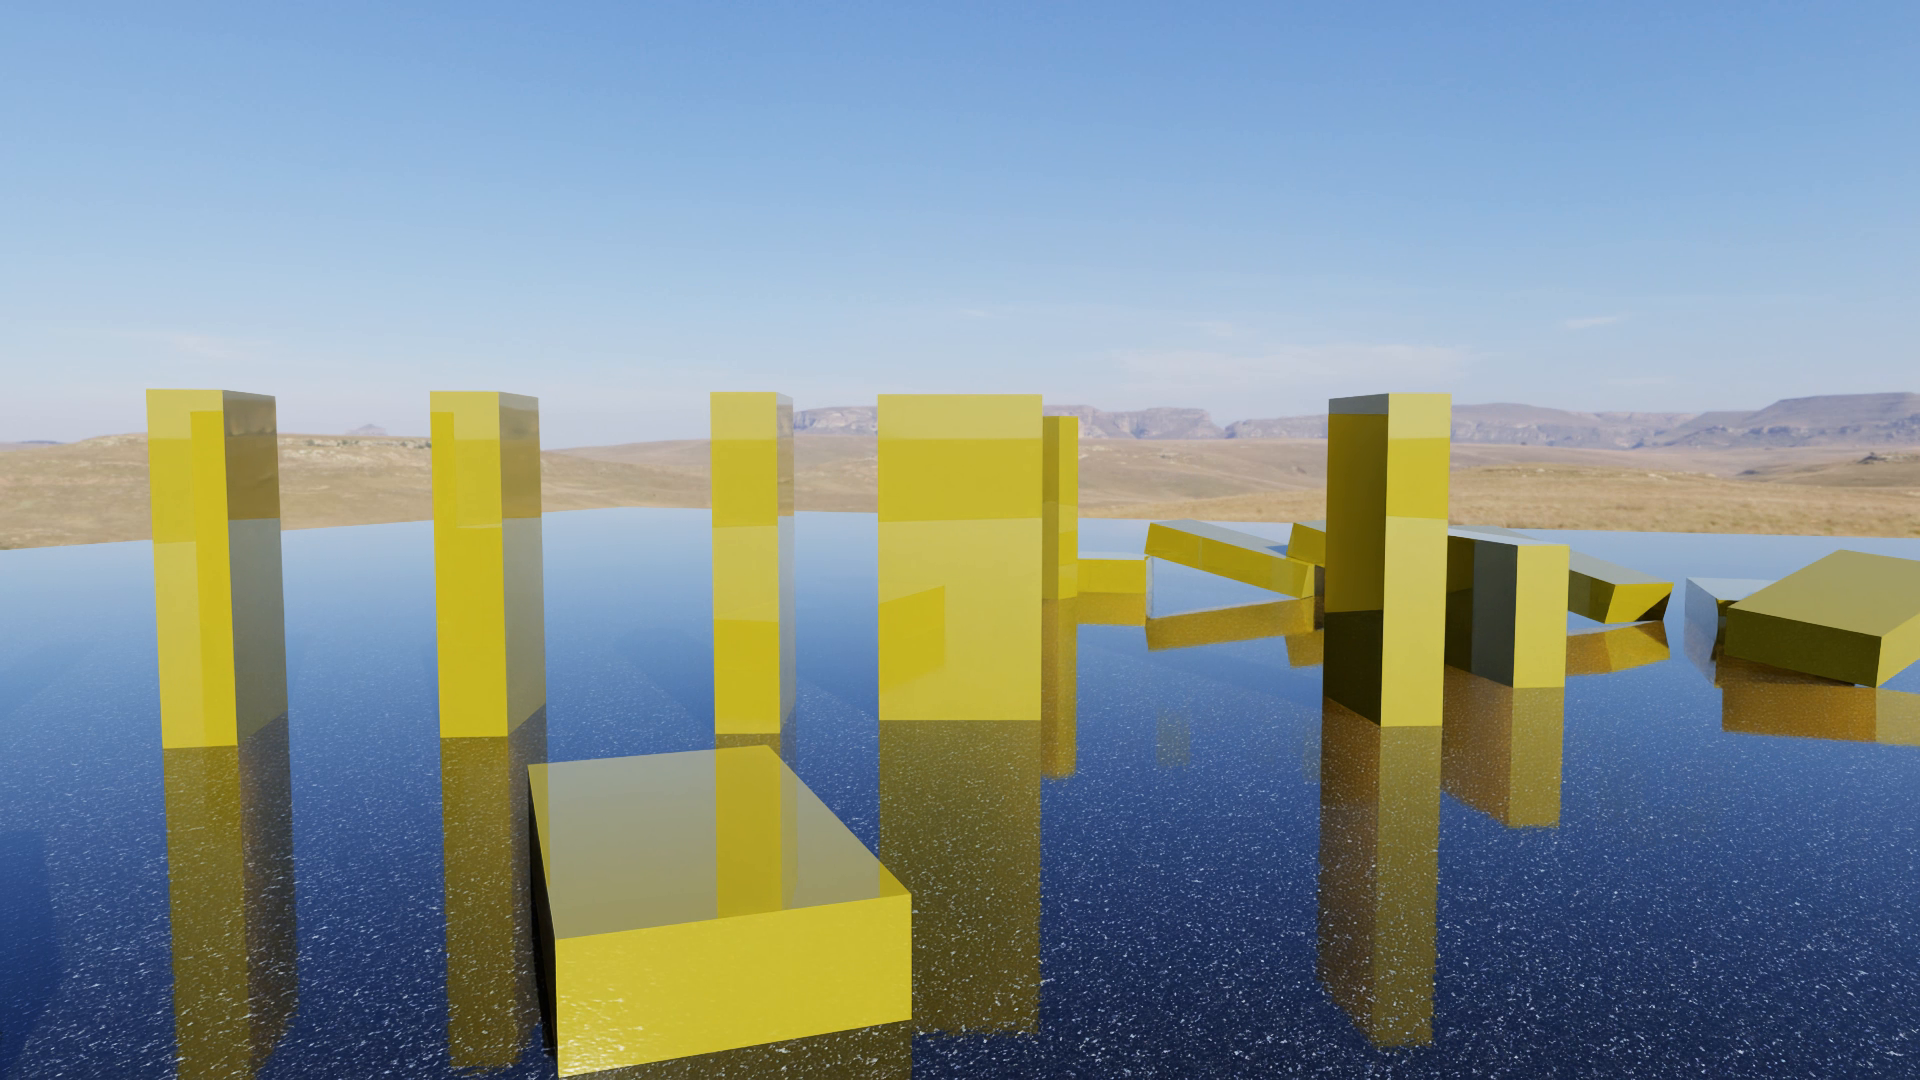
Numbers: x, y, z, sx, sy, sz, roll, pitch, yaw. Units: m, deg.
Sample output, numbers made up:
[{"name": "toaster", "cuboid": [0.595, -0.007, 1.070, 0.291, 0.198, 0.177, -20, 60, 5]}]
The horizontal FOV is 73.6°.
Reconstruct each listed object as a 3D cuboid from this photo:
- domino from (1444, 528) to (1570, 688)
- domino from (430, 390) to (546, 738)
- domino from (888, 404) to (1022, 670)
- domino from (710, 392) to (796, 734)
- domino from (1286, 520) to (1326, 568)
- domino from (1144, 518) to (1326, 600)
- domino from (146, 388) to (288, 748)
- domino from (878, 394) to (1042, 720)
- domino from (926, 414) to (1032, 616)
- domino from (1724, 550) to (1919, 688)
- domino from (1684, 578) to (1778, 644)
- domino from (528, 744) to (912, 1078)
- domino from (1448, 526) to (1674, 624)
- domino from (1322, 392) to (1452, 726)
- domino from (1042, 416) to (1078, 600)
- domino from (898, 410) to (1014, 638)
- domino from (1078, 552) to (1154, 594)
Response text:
[{"name": "domino", "cuboid": [0.099, 0.011, 0.248, 0.009, 0.025, 0.050, 0, 4, -6]}, {"name": "domino", "cuboid": [-0.072, 0.003, 0.197, 0.010, 0.050, 0.025, 0, 4, -5]}, {"name": "domino", "cuboid": [-0.001, -0.001, 0.245, 0.025, 0.050, 0.009, 0, 4, -1]}, {"name": "domino", "cuboid": [-0.032, 0.003, 0.199, 0.010, 0.050, 0.025, 0, 4, -2]}, {"name": "domino", "cuboid": [0.118, 0.006, 0.351, 0.025, 0.010, 0.050, -4, 19, -45]}, {"name": "domino", "cuboid": [0.082, 0.005, 0.375, 0.050, 0.009, 0.025, 17, 14, 35]}, {"name": "domino", "cuboid": [-0.110, 0.003, 0.191, 0.009, 0.050, 0.025, -1, 4, -13]}, {"name": "domino", "cuboid": [0.000, 0.002, 0.201, 0.025, 0.050, 0.010, 0, 4, 0]}, {"name": "domino", "cuboid": [0.005, -0.007, 0.324, 0.025, 0.050, 0.009, 1, 4, 13]}, {"name": "domino", "cuboid": [0.172, 0.014, 0.246, 0.050, 0.010, 0.025, -15, 18, -34]}, {"name": "domino", "cuboid": [0.182, 0.016, 0.291, 0.025, 0.009, 0.050, 2, 5, 22]}, {"name": "domino", "cuboid": [-0.024, 0.029, 0.114, 0.025, 0.010, 0.050, -2, 5, -21]}, {"name": "domino", "cuboid": [0.147, 0.008, 0.322, 0.025, 0.010, 0.050, 0, 17, -33]}, {"name": "domino", "cuboid": [0.067, 0.002, 0.204, 0.010, 0.050, 0.025, 0, 4, -4]}, {"name": "domino", "cuboid": [0.020, -0.009, 0.360, 0.025, 0.050, 0.009, 3, 5, 38]}, {"name": "domino", "cuboid": [-0.001, -0.004, 0.286, 0.025, 0.050, 0.010, 0, 4, 3]}, {"name": "domino", "cuboid": [0.032, 0.009, 0.383, 0.050, 0.010, 0.025, 1, 4, 14]}]
